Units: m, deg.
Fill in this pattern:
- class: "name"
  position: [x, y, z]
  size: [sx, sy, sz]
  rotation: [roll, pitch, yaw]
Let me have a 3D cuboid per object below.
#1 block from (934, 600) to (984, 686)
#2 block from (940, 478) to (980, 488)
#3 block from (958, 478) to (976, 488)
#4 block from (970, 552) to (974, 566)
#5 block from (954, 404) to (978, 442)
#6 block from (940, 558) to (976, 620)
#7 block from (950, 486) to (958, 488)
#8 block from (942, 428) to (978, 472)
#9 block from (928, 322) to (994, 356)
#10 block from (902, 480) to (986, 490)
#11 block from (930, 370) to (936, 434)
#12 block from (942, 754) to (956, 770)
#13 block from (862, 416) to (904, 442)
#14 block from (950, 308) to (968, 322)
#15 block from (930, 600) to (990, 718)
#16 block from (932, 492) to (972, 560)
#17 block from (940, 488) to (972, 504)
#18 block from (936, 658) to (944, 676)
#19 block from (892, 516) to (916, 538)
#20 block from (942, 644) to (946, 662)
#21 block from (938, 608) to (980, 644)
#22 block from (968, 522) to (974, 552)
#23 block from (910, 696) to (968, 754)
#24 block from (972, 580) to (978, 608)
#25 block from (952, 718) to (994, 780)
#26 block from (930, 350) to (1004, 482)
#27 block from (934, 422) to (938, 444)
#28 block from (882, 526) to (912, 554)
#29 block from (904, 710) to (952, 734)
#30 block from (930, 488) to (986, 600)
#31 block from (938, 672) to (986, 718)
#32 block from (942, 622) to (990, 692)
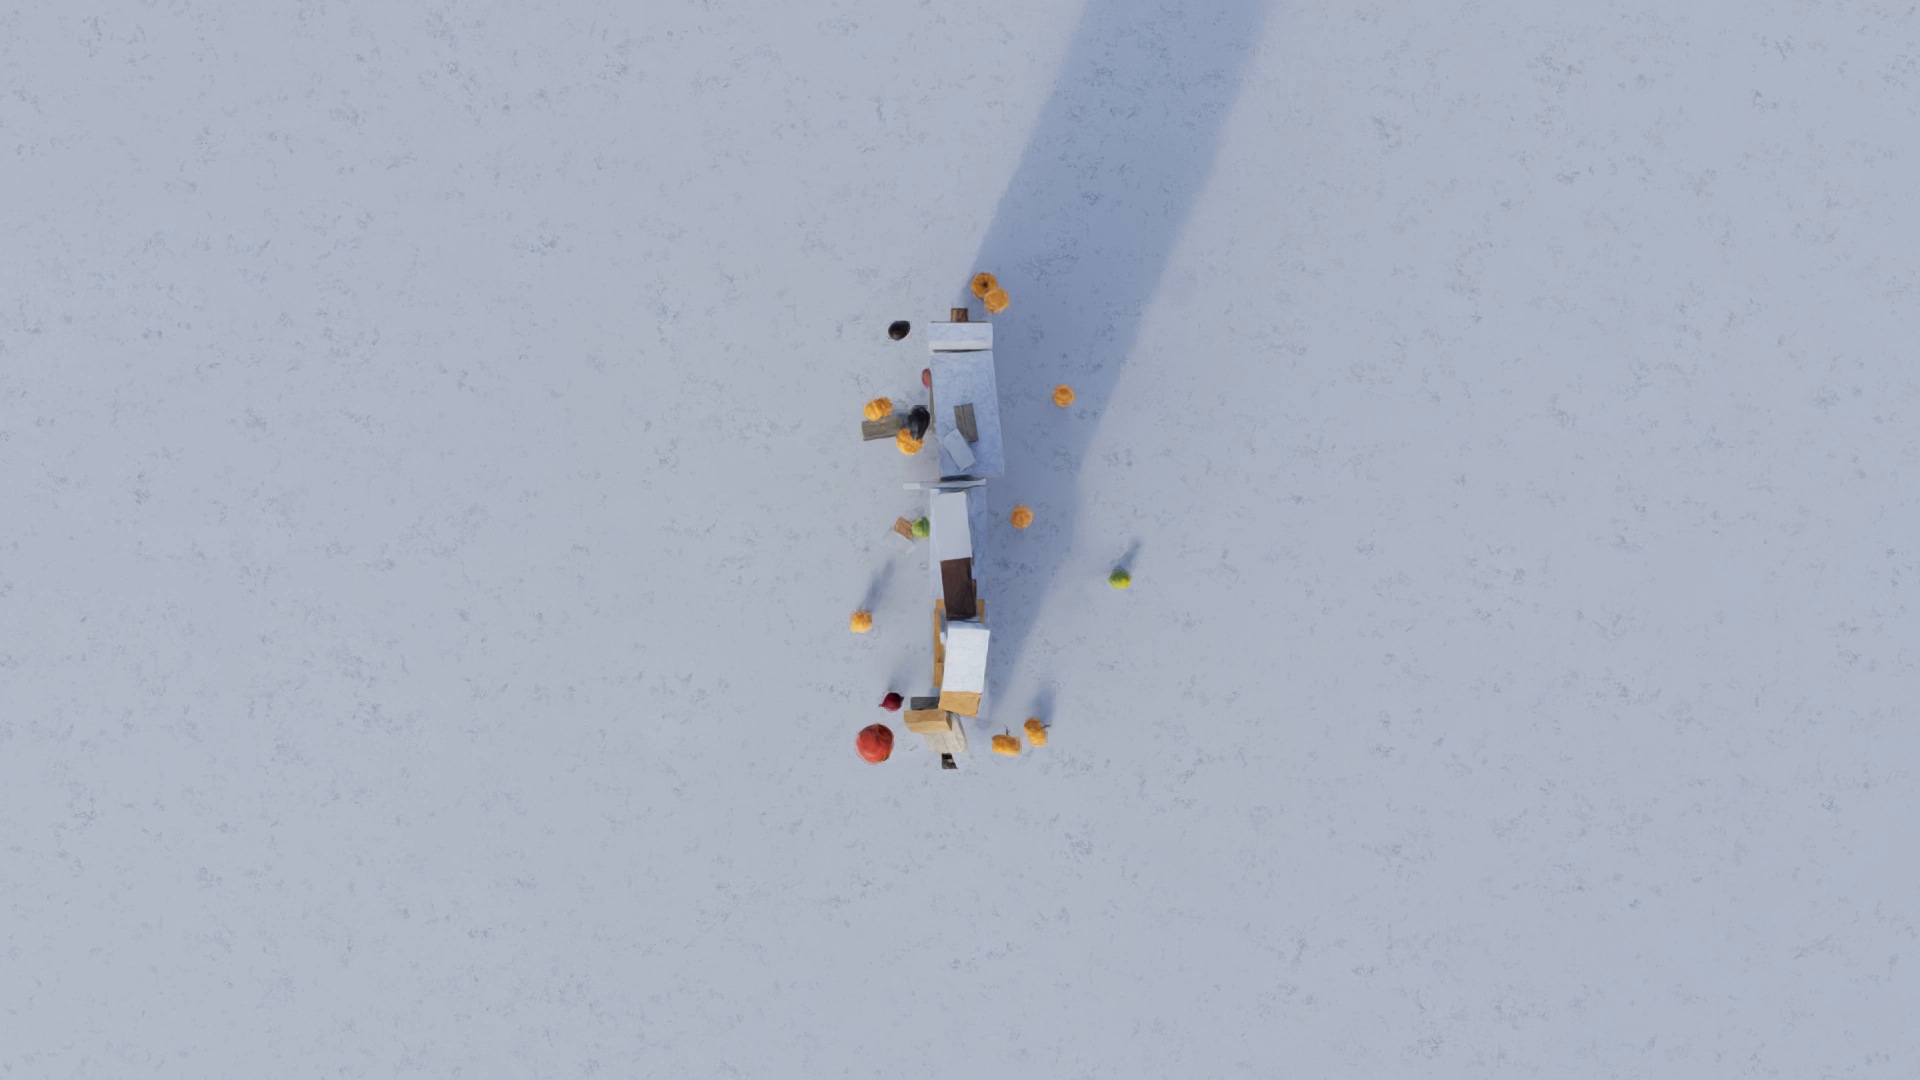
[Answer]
- class: "block"
  position: [-0.002, 0.271, 4.617]
  size: [0.137, 0.039, 0.274]
  rotation: [1, 90, 0]
- class: "block"
  position: [-0.001, -0.182, 4.941]
  size: [0.117, 0.033, 0.235]
  rotation: [0, 90, 0]
- class: "block"
  position: [0.014, -0.186, 4.675]
  size: [0.051, 0.015, 0.103]
  rotation: [-5, 55, -5]
- class: "block"
  position: [-0.001, 0.039, 4.331]
  size: [0.077, 0.155, 0.022]
  rotation: [1, 104, 0]
- class: "block"
  position: [0.016, -0.311, 4.415]
  size: [0.052, 0.015, 0.104]
  rotation: [-10, 77, -1]
- class: "block"
  position: [-0.005, 0.125, 4.244]
  size: [0.077, 0.022, 0.155]
  rotation: [-6, 91, 0]
- class: "block"
  position: [0.005, -0.138, 4.764]
  size: [0.075, 0.021, 0.149]
  rotation: [0, 90, 0]
- class: "block"
  position: [0.000, -0.240, 4.388]
  size: [0.052, 0.015, 0.104]
  rotation: [-35, 78, 20]
- class: "block"
  position: [0.001, -0.536, 4.571]
  size: [0.171, 0.492, 0.048]
  rotation: [0, 88, 0]
- class: "block"
  position: [-0.036, -0.150, 4.428]
  size: [0.047, 0.454, 0.013]
  rotation: [1, 94, 23]
- class: "block"
  position: [-0.006, -0.474, 4.841]
  size: [0.164, 0.047, 0.329]
  rotation: [0, 90, 0]
- class: "block"
  position: [-0.004, 0.718, 5.389]
  size: [0.110, 0.221, 0.031]
  rotation: [0, 90, 0]
- class: "block"
  position: [-0.259, -0.370, 5.491]
  size: [0.131, 0.019, 0.066]
  rotation: [-9, 90, 0]
- class: "block"
  position: [-0.001, -0.697, 5.376]
  size: [0.058, 0.016, 0.116]
  rotation: [0, 90, 0]
- class: "block"
  position: [0.000, 0.357, 4.938]
  size: [0.173, 0.049, 0.347]
  rotation: [0, 90, 0]
- class: "block"
  position: [-0.020, -0.036, 4.229]
  size: [0.085, 0.024, 0.169]
  rotation: [-6, 91, 0]
- class: "block"
  position: [-0.011, -0.118, 4.325]
  size: [0.085, 0.169, 0.024]
  rotation: [1, 97, 0]
- class: "block"
  position: [-0.002, 0.349, 4.478]
  size: [0.118, 0.237, 0.034]
  rotation: [3, 89, 0]
- class: "block"
  position: [-0.184, -0.041, 5.450]
  size: [0.015, 0.104, 0.052]
  rotation: [30, 89, 26]
- class: "block"
  position: [-0.002, 0.246, 4.424]
  size: [0.081, 0.023, 0.161]
  rotation: [3, 90, 0]
- class: "block"
  position: [-0.001, 0.216, 4.265]
  size: [0.103, 0.292, 0.029]
  rotation: [-6, 99, 0]
- class: "block"
  position: [-0.004, -0.011, 4.326]
  size: [0.085, 0.169, 0.024]
  rotation: [1, 109, 0]
- class: "block"
  position: [-0.056, 0.559, 4.941]
  size: [0.118, 0.550, 0.034]
  rotation: [-2, 69, 5]
- class: "block"
  position: [0.005, 0.142, 4.332]
  size: [0.077, 0.155, 0.022]
  rotation: [-2, 109, 0]
- class: "block"
  position: [0.015, 0.643, 5.261]
  size: [0.110, 0.031, 0.221]
  rotation: [-23, 92, -3]
- class: "block"
  position: [0.019, -0.337, 4.453]
  size: [0.171, 0.048, 0.342]
  rotation: [-5, 77, 0]
- class: "block"
  position: [0.019, -0.301, 4.646]
  size: [0.171, 0.342, 0.048]
  rotation: [-6, 89, 0]
- class: "block"
  position: [-0.207, 0.002, 5.493]
  size: [0.095, 0.013, 0.047]
  rotation: [37, 90, 0]
- class: "block"
  position: [-0.090, 0.517, 4.698]
  size: [0.118, 0.237, 0.034]
  rotation: [-2, 76, 3]
- class: "block"
  position: [-0.005, 0.009, 4.431]
  size: [0.150, 0.043, 0.301]
  rotation: [0, 90, 0]
- class: "block"
  position: [0.003, 0.393, 4.307]
  size: [0.103, 0.206, 0.029]
  rotation: [15, 57, 4]
- class: "block"
  position: [0.013, 0.294, 4.136]
  size: [0.103, 0.029, 0.206]
  rotation: [2, 127, -6]
